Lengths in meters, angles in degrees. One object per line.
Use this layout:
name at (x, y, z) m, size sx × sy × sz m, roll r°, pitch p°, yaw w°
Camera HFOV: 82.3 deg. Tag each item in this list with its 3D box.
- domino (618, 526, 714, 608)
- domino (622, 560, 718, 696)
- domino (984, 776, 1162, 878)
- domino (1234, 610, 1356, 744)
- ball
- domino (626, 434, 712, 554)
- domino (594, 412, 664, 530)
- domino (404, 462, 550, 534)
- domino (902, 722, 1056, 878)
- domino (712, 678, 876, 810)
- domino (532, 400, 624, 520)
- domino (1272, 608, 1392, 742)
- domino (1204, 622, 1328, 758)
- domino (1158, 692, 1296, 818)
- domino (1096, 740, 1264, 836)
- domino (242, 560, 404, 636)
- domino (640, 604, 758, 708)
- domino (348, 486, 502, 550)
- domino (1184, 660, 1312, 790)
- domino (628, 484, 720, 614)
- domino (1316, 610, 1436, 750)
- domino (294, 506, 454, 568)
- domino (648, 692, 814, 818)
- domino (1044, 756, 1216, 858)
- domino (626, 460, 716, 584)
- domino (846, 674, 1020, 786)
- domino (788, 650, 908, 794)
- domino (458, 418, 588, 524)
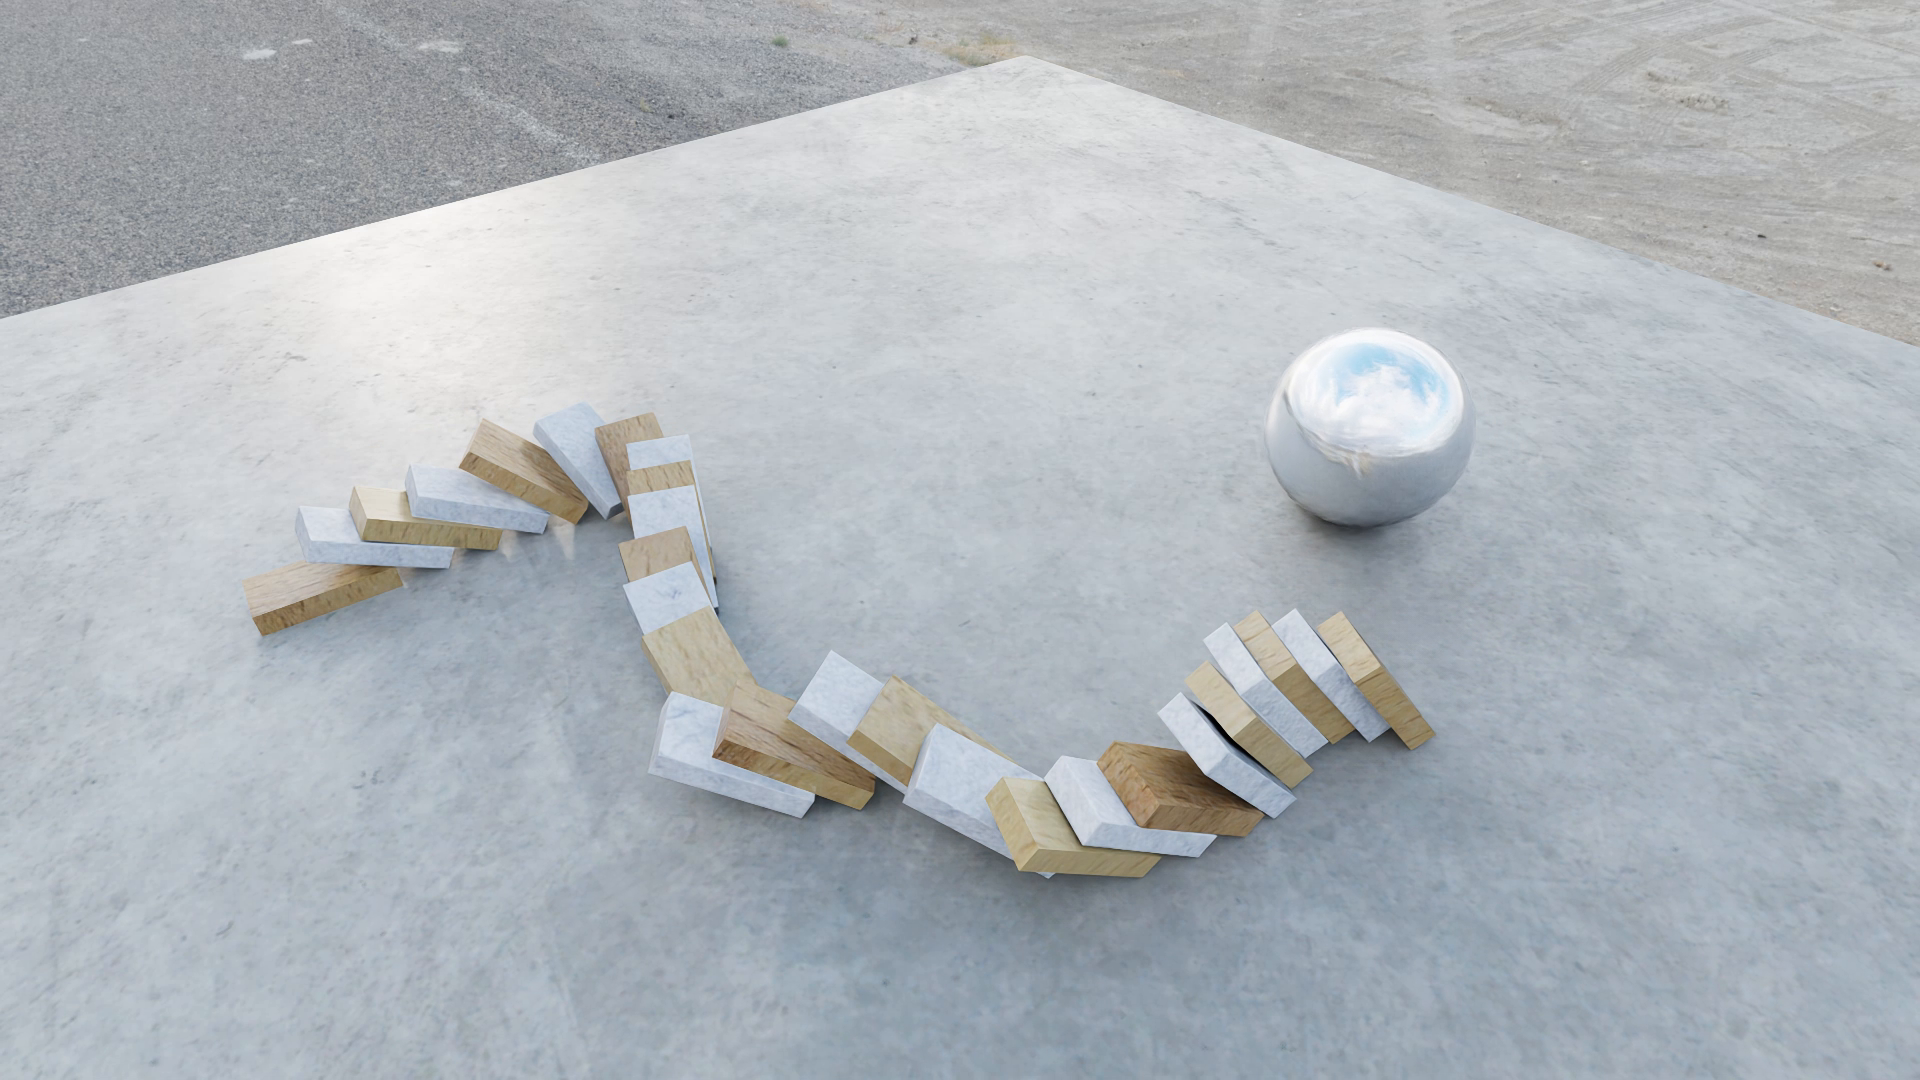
domino at (-0.104, 0.022, 0.399) m, size 0.025 × 0.010 × 0.050 m, roll -17°, pitch 71°, yaw -19°
domino at (-0.096, 0.035, 0.383) m, size 0.025 × 0.010 × 0.050 m, roll -21°, pitch 72°, yaw -24°
domino at (0.033, 0.084, 0.320) m, size 0.050 × 0.010 × 0.025 m, roll 16°, pitch 30°, yaw -37°
domino at (0.110, 0.045, 0.360) m, size 0.009 × 0.050 × 0.025 m, roll -39°, pitch 40°, yaw 12°
ball at (0.164, -0.045, 0.442) m, size 0.080 × 0.080 × 0.080 m, roll 0°, pitch 39°, yaw 0°
domino at (-0.117, -0.016, 0.444) m, size 0.025 × 0.010 × 0.050 m, roll -11°, pitch 72°, yaw -14°
domino at (-0.130, -0.026, 0.456) m, size 0.025 × 0.009 × 0.050 m, roll -20°, pitch 76°, yaw -23°
domino at (-0.195, -0.017, 0.445) m, size 0.050 × 0.010 × 0.025 m, roll 10°, pitch 28°, yaw -39°
domino at (0.010, 0.078, 0.331) m, size 0.050 × 0.010 × 0.025 m, roll 29°, pitch 41°, yaw -8°
domino at (-0.051, 0.064, 0.346) m, size 0.050 × 0.009 × 0.025 m, roll 24°, pitch 35°, yaw -17°
domino at (-0.154, -0.034, 0.466) m, size 0.050 × 0.009 × 0.025 m, roll 48°, pitch 47°, yaw 8°
domino at (0.122, 0.045, 0.360) m, size 0.009 × 0.050 × 0.025 m, roll -39°, pitch 41°, yaw 12°
domino at (0.099, 0.049, 0.355) m, size 0.010 × 0.050 × 0.025 m, roll -39°, pitch 40°, yaw 12°
domino at (0.082, 0.066, 0.335) m, size 0.009 × 0.050 × 0.025 m, roll -45°, pitch 44°, yaw 10°
domino at (0.067, 0.075, 0.331) m, size 0.050 × 0.010 × 0.025 m, roll 16°, pitch 27°, yaw -39°
domino at (-0.245, 0.017, 0.423) m, size 0.050 × 0.010 × 0.025 m, roll -24°, pitch 45°, yaw -26°
domino at (-0.083, 0.049, 0.367) m, size 0.025 × 0.010 × 0.050 m, roll -26°, pitch 72°, yaw -29°
domino at (-0.211, -0.009, 0.435) m, size 0.050 × 0.009 × 0.025 m, roll 7°, pitch 27°, yaw -43°
domino at (0.091, 0.058, 0.344) m, size 0.010 × 0.050 × 0.025 m, roll -43°, pitch 45°, yaw 8°
domino at (-0.109, 0.006, 0.416) m, size 0.025 × 0.009 × 0.050 m, roll -11°, pitch 72°, yaw -14°
domino at (0.136, 0.046, 0.359) m, size 0.010 × 0.050 × 0.025 m, roll -37°, pitch 39°, yaw 15°
domino at (-0.227, -0.001, 0.426) m, size 0.050 × 0.010 × 0.025 m, roll 5°, pitch 28°, yaw -43°
domino at (-0.070, 0.067, 0.343) m, size 0.050 × 0.010 × 0.025 m, roll 22°, pitch 35°, yaw -20°
domino at (0.051, 0.079, 0.326) m, size 0.050 × 0.009 × 0.025 m, roll 17°, pitch 27°, yaw -37°
domino at (-0.113, -0.005, 0.430) m, size 0.025 × 0.010 × 0.050 m, roll -12°, pitch 72°, yaw -14°
domino at (-0.008, 0.067, 0.344) m, size 0.050 × 0.010 × 0.025 m, roll 36°, pitch 45°, yaw -2°
domino at (-0.027, 0.060, 0.352) m, size 0.050 × 0.010 × 0.025 m, roll 34°, pitch 41°, yaw -3°
domino at (-0.178, -0.028, 0.454) m, size 0.050 × 0.010 × 0.025 m, roll 30°, pitch 28°, yaw -27°
